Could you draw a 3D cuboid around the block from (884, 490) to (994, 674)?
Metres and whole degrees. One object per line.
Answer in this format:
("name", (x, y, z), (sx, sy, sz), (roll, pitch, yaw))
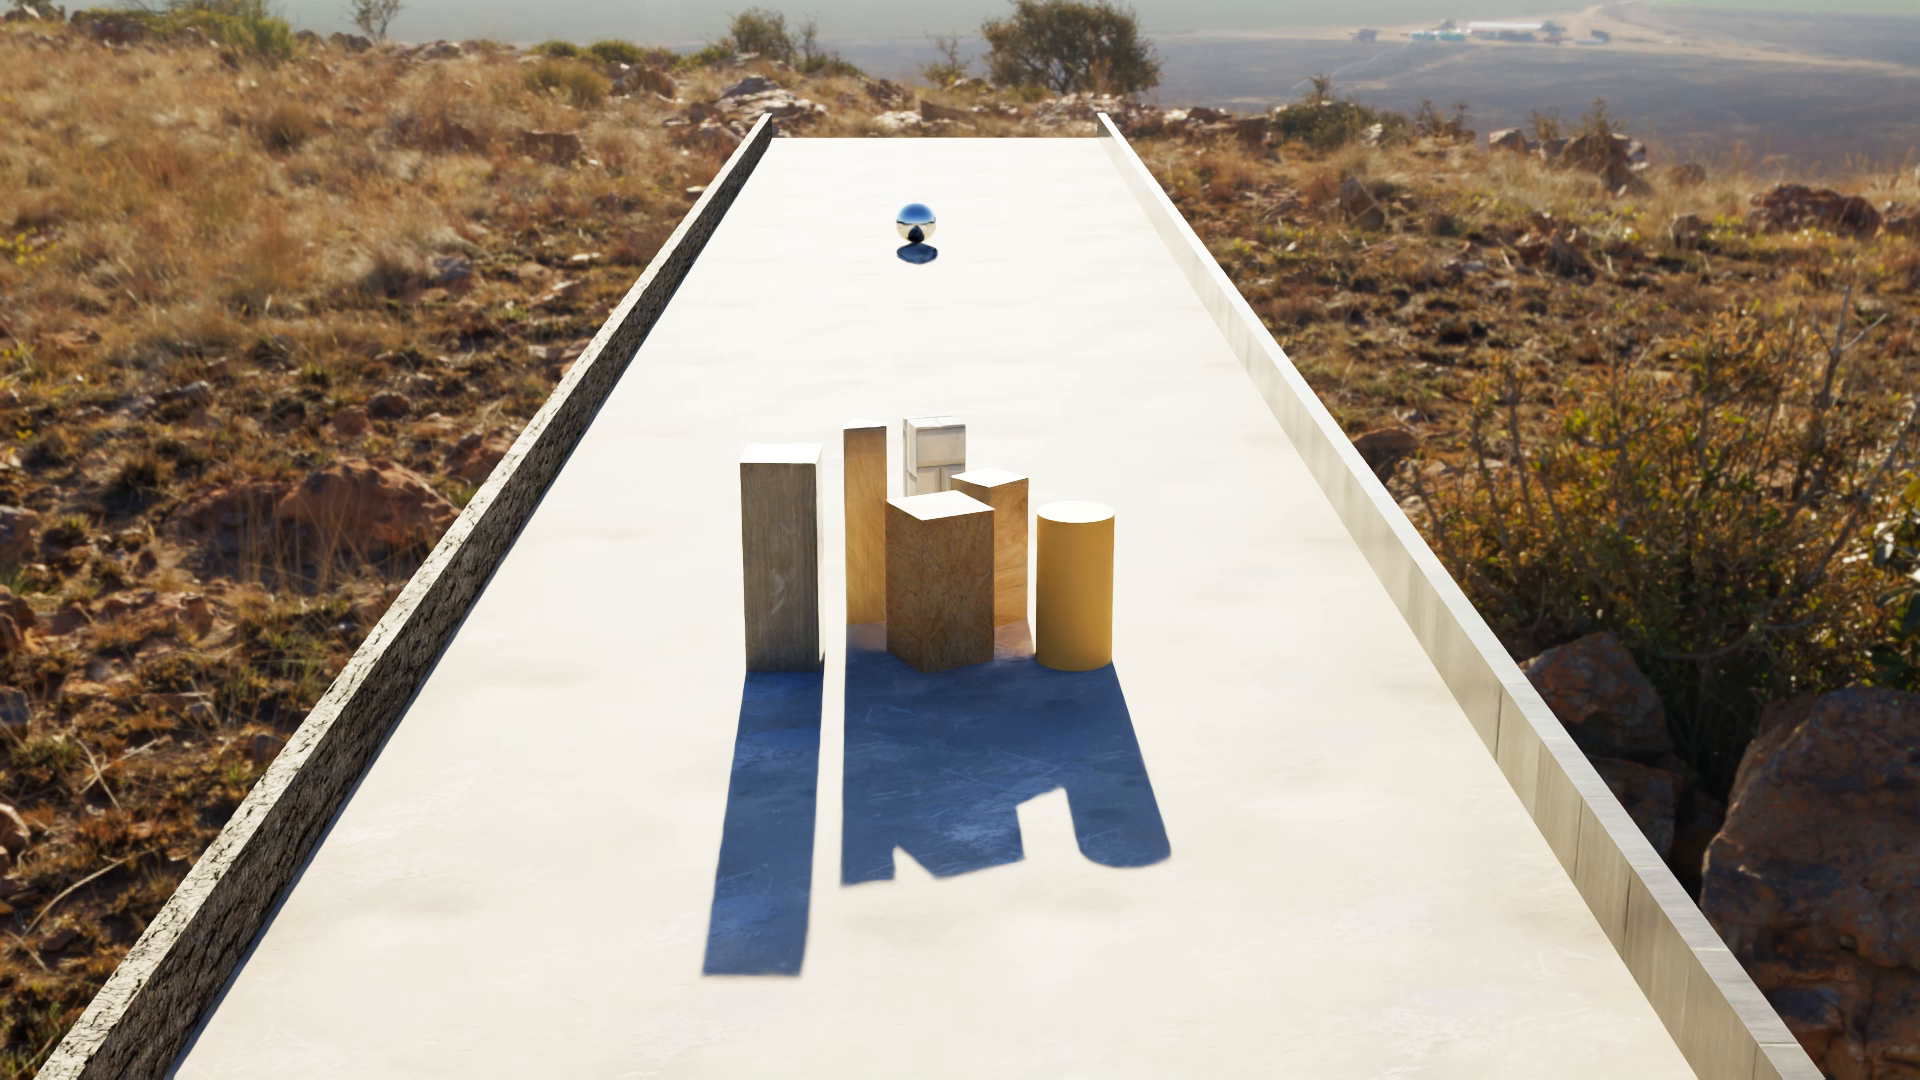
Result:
("block", (-0.041, 0.082, 4.398), (0.161, 0.316, 0.161), (-9, 19, -27))

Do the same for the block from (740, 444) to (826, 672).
("block", (-0.349, 0.034, 4.362), (0.147, 0.427, 0.147), (0, 17, 1))

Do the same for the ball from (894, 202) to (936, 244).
("ball", (-0.191, -1.377, 9.539), (0.182, 0.182, 0.182), (0, 17, 0))

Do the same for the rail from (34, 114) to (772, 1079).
("rail", (-1.118, -0.838, 7.780), (0.050, 0.150, 12.000), (0, 17, -1))

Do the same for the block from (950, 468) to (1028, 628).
("block", (0.062, 0.016, 4.633), (0.116, 0.308, 0.116), (-15, 22, -42))

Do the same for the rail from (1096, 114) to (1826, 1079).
("rail", (0.932, -0.844, 7.801), (0.050, 0.150, 12.000), (0, 17, -1))

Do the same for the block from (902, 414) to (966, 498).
("block", (-0.057, -0.085, 4.869), (0.111, 0.368, 0.111), (-5, 17, -17))

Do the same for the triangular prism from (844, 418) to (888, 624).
("triangular prism", (-0.206, -0.041, 4.619), (0.092, 0.425, 0.079), (-5, 17, -16))

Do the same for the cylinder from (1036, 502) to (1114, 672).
("cylinder", (0.229, 0.091, 4.383), (0.154, 0.307, 0.154), (0, 17, 0))
